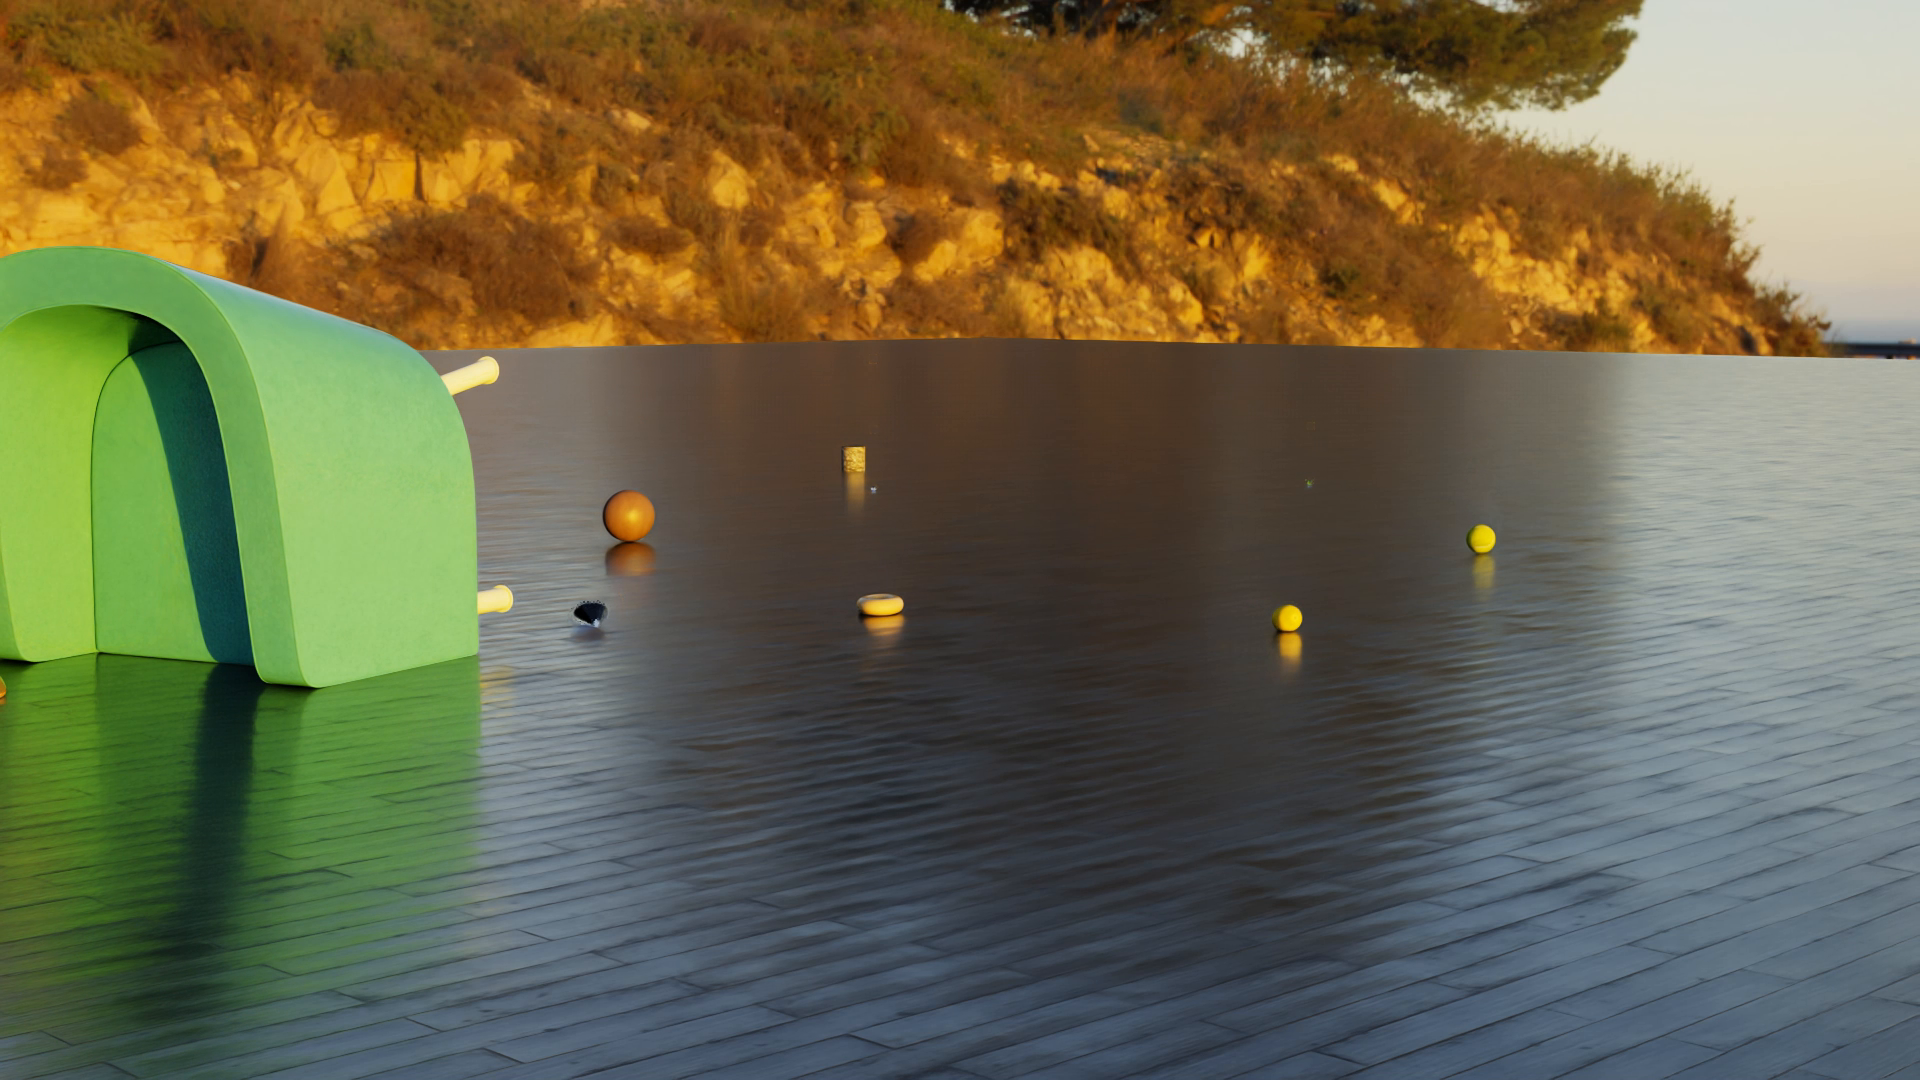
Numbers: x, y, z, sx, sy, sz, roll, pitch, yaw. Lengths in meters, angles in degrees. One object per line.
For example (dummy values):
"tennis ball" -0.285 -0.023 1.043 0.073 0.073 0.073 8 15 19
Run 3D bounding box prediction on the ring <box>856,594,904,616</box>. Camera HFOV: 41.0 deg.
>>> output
"ring" -0.157 0.127 5.028 0.093 0.032 0.131 -1 5 0

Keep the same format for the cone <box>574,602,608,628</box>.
"cone" -0.688 0.152 4.830 0.068 0.050 0.047 6 34 -28

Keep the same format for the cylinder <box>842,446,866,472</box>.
"cylinder" -0.361 -0.277 8.701 0.080 0.082 0.090 -2 6 -19
